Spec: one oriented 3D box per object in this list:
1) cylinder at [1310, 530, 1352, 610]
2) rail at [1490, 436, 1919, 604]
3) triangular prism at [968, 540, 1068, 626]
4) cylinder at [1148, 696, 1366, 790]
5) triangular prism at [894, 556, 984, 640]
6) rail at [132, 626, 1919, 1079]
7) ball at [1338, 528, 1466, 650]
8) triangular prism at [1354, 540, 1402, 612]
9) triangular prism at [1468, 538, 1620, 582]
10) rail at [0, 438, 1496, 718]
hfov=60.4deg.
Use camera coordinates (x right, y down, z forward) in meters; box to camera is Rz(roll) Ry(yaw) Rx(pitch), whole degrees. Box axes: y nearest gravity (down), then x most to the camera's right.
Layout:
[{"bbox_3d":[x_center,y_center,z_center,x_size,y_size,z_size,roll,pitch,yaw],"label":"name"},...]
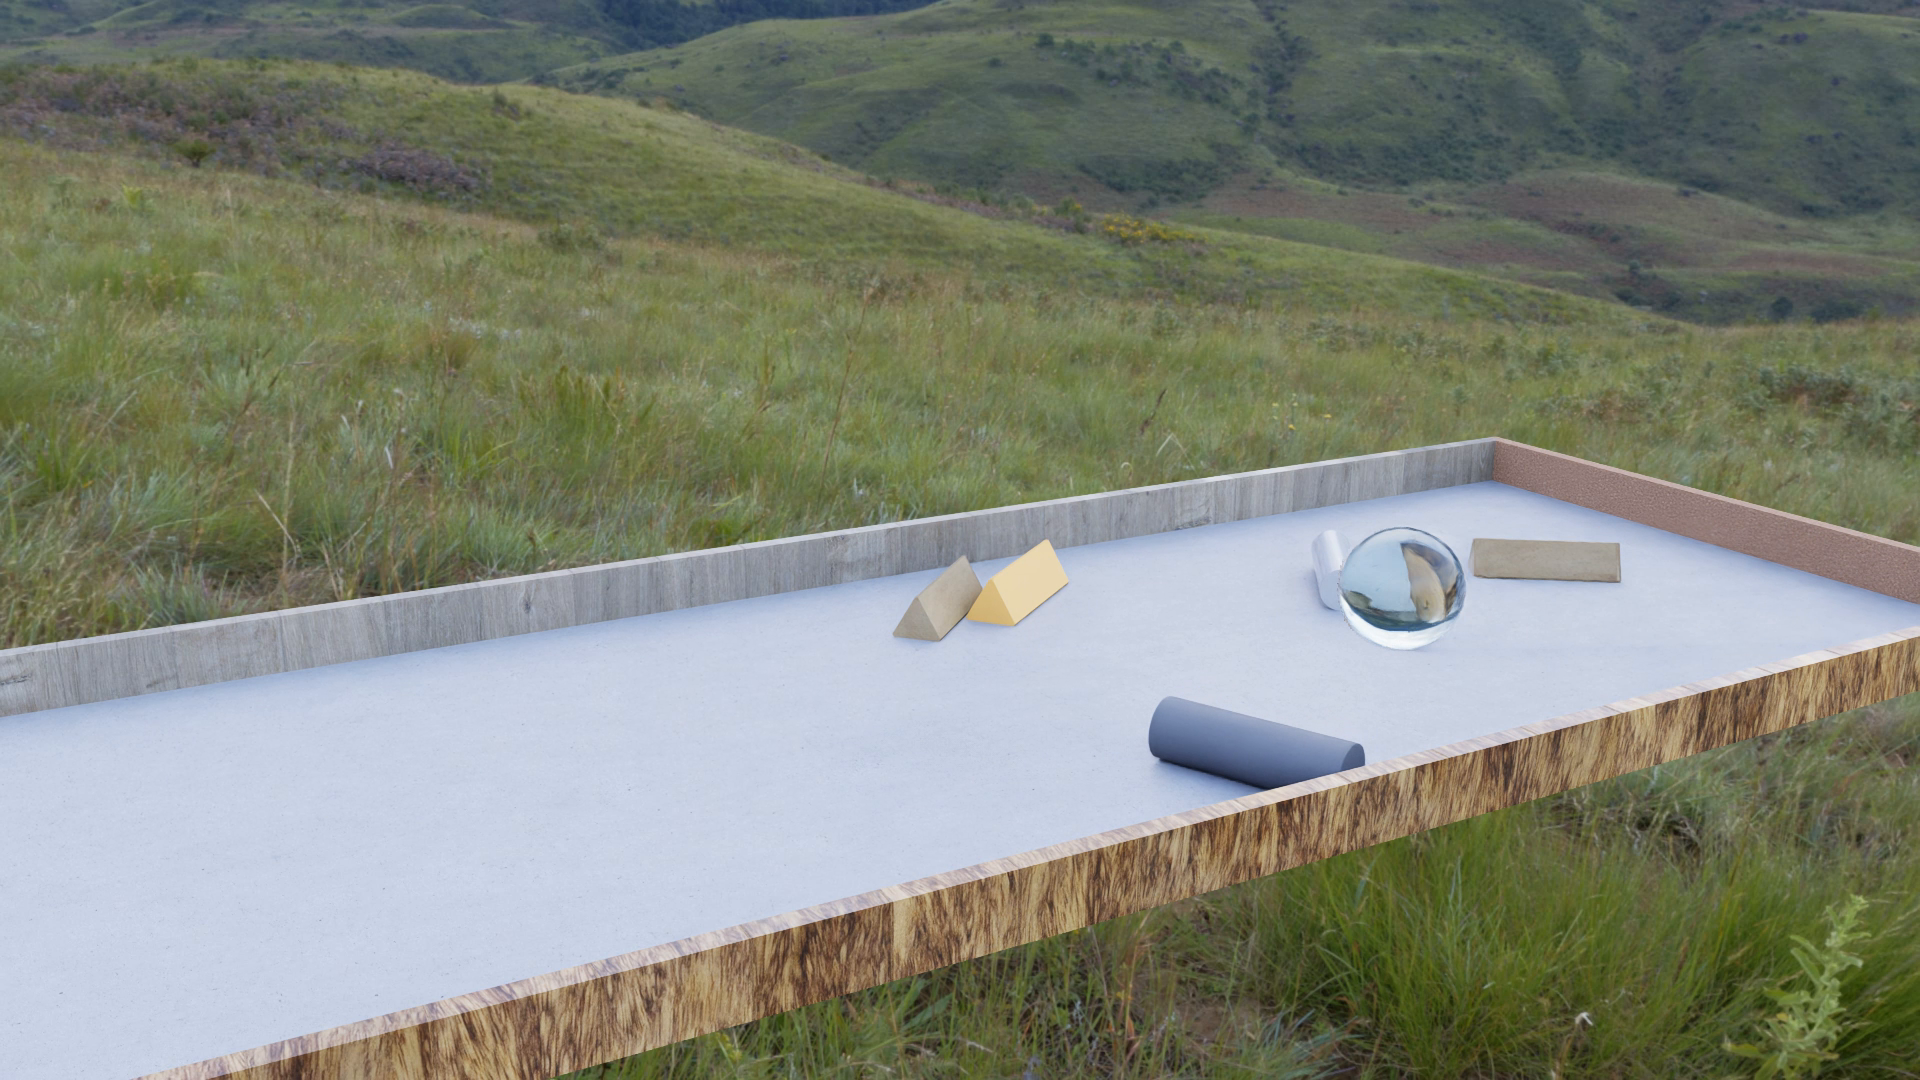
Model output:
[{"bbox_3d":[1.106,0.085,4.847,0.123,0.123,0.401,2,17,8],"label":"cylinder"},{"bbox_3d":[2.466,-0.048,5.253,0.050,0.150,2.100,-9,18,-27],"label":"rail"},{"bbox_3d":[0.171,0.112,4.737,0.145,0.126,0.422,8,18,23],"label":"triangular prism"},{"bbox_3d":[0.635,0.455,3.558,0.445,0.141,0.141,12,20,35],"label":"cylinder"},{"bbox_3d":[-0.053,0.154,4.613,0.135,0.117,0.409,6,17,17],"label":"triangular prism"},{"bbox_3d":[-2.336,1.006,1.665,12.000,0.150,0.050,-9,18,-27],"label":"rail"},{"bbox_3d":[1.164,0.128,4.346,0.324,0.324,0.324,0,16,0],"label":"ball"},{"bbox_3d":[1.208,0.099,4.809,0.129,0.112,0.353,3,17,8],"label":"triangular prism"},{"bbox_3d":[1.767,0.051,4.984,0.425,0.105,0.121,2,16,7],"label":"triangular prism"},{"bbox_3d":[-3.305,0.497,3.399,12.000,0.150,0.050,-9,18,-27],"label":"rail"}]
